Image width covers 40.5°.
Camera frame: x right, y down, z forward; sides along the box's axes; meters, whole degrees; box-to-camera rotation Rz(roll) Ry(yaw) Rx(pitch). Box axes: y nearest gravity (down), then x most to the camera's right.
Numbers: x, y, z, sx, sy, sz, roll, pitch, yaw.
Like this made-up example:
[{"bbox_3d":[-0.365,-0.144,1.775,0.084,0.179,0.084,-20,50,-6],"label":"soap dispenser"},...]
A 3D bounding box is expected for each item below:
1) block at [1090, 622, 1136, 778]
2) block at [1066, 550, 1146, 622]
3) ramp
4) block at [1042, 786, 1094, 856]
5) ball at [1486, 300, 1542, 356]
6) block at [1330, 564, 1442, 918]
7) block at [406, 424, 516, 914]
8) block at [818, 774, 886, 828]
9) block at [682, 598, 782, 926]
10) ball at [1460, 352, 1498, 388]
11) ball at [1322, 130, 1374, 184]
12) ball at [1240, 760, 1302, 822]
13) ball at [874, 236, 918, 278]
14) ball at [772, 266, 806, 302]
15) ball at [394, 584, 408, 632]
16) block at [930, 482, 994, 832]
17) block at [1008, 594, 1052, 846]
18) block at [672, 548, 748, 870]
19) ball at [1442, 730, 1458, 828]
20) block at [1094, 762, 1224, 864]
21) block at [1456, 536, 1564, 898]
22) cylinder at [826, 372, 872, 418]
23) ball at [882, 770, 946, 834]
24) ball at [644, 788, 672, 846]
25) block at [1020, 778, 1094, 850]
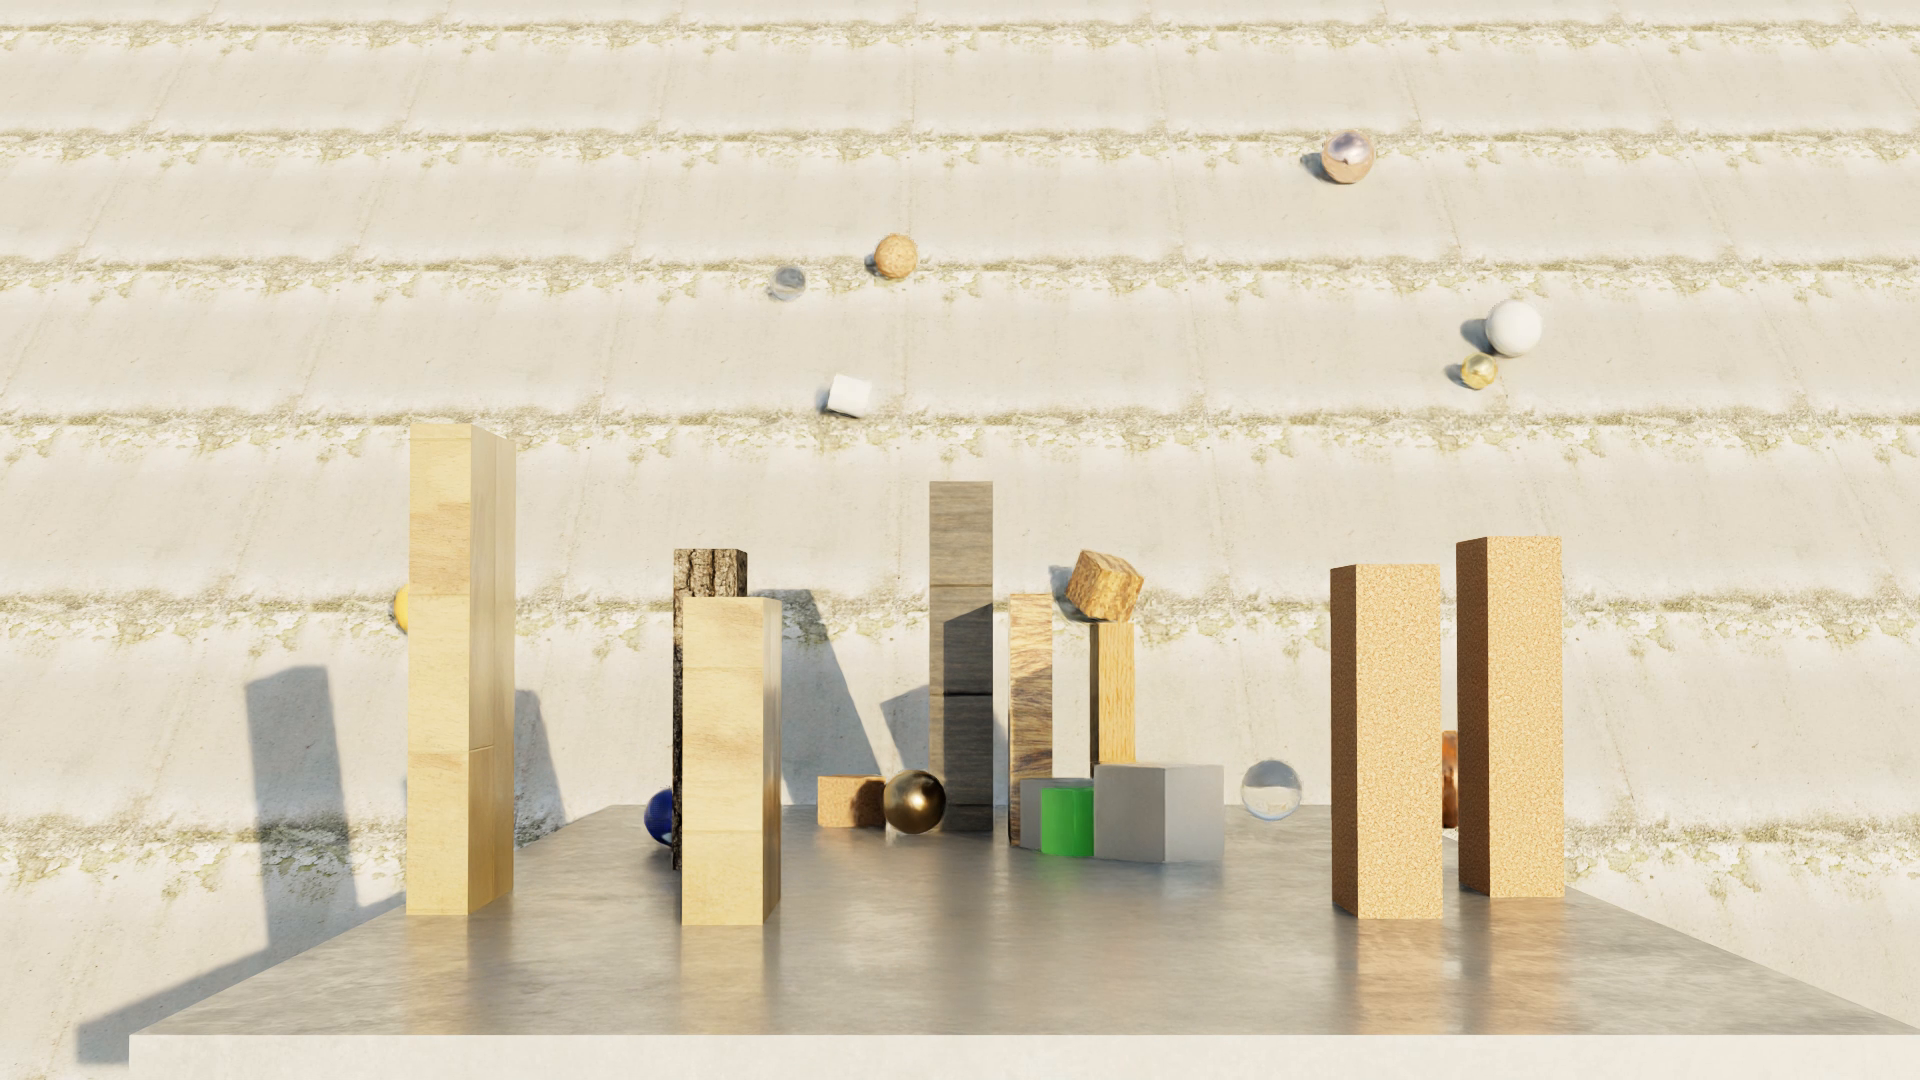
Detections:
[{"bbox_3d":[0.351,0.430,6.032,0.080,0.475,0.432,0,-2,0],"label":"block"},{"bbox_3d":[0.423,0.136,7.601,0.148,0.148,0.148,12,17,-26],"label":"block"},{"bbox_3d":[0.079,0.674,4.878,2.000,0.100,4.000,0,-2,0],"label":"ramp"},{"bbox_3d":[0.255,0.576,5.318,0.131,0.131,0.131,1,-2,-28],"label":"block"},{"bbox_3d":[1.877,-0.717,8.803,0.190,0.190,0.190,0,36,0],"label":"ball"},{"bbox_3d":[0.691,0.321,4.234,0.132,0.557,0.290,0,-2,0],"label":"block"},{"bbox_3d":[-0.833,0.213,4.365,0.097,0.784,0.425,0,-2,0],"label":"block"},{"bbox_3d":[-0.254,0.615,6.137,0.114,0.114,0.114,-1,-3,34],"label":"block"},{"bbox_3d":[-0.365,0.347,4.204,0.123,0.503,0.414,0,-2,0],"label":"block"},{"bbox_3d":[1.727,-0.565,8.652,0.120,0.120,0.120,0,36,0],"label":"ball"},{"bbox_3d":[1.462,-1.443,9.798,0.197,0.197,0.197,0,36,0],"label":"ball"},{"bbox_3d":[0.748,0.601,6.244,0.149,0.149,0.149,0,36,0],"label":"ball"},{"bbox_3d":[-0.227,-1.005,9.231,0.153,0.153,0.153,0,36,0],"label":"ball"},{"bbox_3d":[-0.599,-0.899,9.111,0.122,0.122,0.122,0,36,0],"label":"ball"},{"bbox_3d":[-1.561,0.196,7.562,0.170,0.170,0.170,0,36,0],"label":"ball"},{"bbox_3d":[0.003,0.271,6.122,0.146,0.800,0.354,0,-2,0],"label":"block"},{"bbox_3d":[0.152,0.388,5.697,0.089,0.535,0.331,0,-2,0],"label":"block"},{"bbox_3d":[-0.487,0.326,5.080,0.121,0.611,0.257,0,-2,0],"label":"block"},{"bbox_3d":[1.031,0.505,5.491,0.208,0.208,0.208,0,36,0],"label":"ball"},{"bbox_3d":[0.399,0.544,5.217,0.186,0.186,0.186,-2,-3,44],"label":"block"},{"bbox_3d":[0.964,0.306,4.571,0.126,0.614,0.282,0,-2,0],"label":"block"},{"bbox_3d":[-0.360,-0.472,8.478,0.122,0.122,0.122,16,37,-3],"label":"cylinder"},{"bbox_3d":[-0.103,0.588,5.840,0.145,0.145,0.145,0,36,0],"label":"ball"},{"bbox_3d":[-0.608,0.586,5.511,0.124,0.124,0.124,0,36,0],"label":"ball"},{"bbox_3d":[0.224,0.575,5.457,0.143,0.143,0.143,1,-2,-28],"label":"block"}]
